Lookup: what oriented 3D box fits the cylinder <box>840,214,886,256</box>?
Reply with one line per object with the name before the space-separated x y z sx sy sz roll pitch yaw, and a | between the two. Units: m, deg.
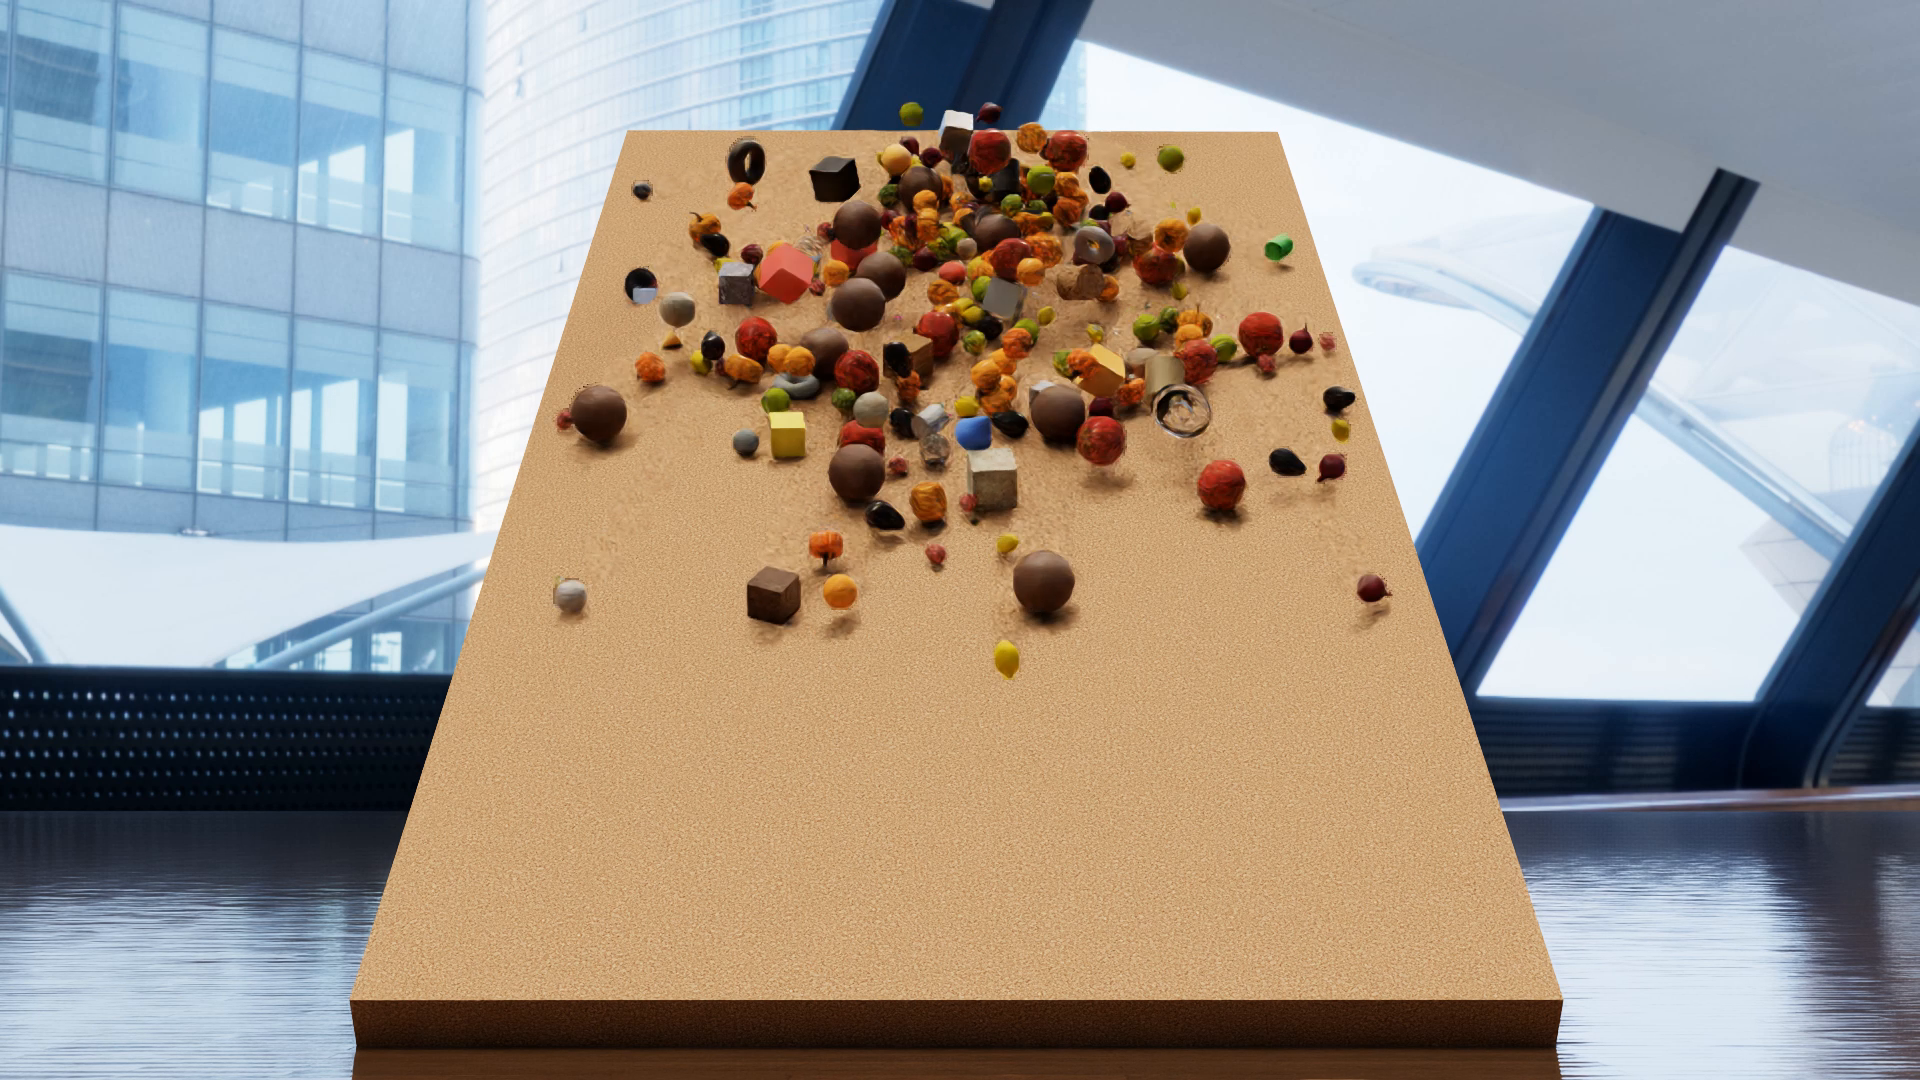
cylinder | -0.266 -0.833 6.607 0.092 0.092 0.092 -20 1 -21

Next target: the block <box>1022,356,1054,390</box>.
block | 0.191 -0.410 5.932 0.055 0.055 0.055 -22 37 -33

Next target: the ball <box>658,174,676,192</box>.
ball | -0.848 -1.030 6.993 0.050 0.050 0.050 0 -6 0

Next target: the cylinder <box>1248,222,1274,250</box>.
cylinder | 0.822 -0.829 6.600 0.057 0.057 0.057 -21 -8 3

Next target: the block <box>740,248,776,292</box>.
block | -0.539 -0.719 6.430 0.082 0.082 0.082 -6 31 -10

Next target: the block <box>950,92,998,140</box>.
block | 0.042 -1.231 7.021 0.083 0.083 0.083 25 -64 -43

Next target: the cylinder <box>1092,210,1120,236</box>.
cylinder | 0.390 -0.844 6.441 0.063 0.063 0.063 -8 -6 -5

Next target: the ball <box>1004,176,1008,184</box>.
ball | 0.111 -1.044 6.977 0.051 0.051 0.051 0 -6 0

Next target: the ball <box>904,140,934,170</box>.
ball | -0.118 -1.118 7.029 0.086 0.086 0.086 0 -6 0

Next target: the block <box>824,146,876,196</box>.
block | -0.310 -1.045 6.841 0.093 0.093 0.093 -3 -39 27

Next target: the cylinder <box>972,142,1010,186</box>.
cylinder | 0.089 -1.068 6.879 0.096 0.096 0.096 11 -6 1

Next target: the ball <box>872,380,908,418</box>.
ball | -0.156 -0.315 5.403 0.081 0.081 0.081 0 -6 0

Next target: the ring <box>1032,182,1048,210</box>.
ring | 0.229 -0.979 6.888 0.025 0.075 0.075 8 -3 24

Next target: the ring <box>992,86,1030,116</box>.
ring | 0.146 -1.250 6.896 0.117 0.039 0.117 -16 -23 -7

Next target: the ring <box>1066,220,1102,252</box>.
ring | 0.328 -0.808 6.442 0.112 0.037 0.112 37 -9 7

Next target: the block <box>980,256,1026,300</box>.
block | 0.112 -0.685 6.326 0.086 0.086 0.086 20 4 12

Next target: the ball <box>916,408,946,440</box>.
ball | -0.068 -0.273 5.677 0.073 0.073 0.073 0 -6 0

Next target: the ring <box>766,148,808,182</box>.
ring | -0.464 -1.007 6.489 0.129 0.043 0.129 -25 26 13

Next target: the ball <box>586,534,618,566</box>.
ball | -0.767 0.020 5.176 0.067 0.067 0.067 0 -6 0

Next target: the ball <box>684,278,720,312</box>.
ball | -0.650 -0.619 6.111 0.090 0.090 0.090 0 -6 0

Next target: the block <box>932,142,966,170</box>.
block | -0.033 -1.097 6.915 0.060 0.060 0.060 15 -4 30

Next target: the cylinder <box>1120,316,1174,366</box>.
cylinder | 0.445 -0.469 5.756 0.093 0.093 0.093 34 -18 13

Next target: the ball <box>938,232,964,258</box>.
ball | -0.026 -0.788 6.477 0.070 0.070 0.070 0 -6 0

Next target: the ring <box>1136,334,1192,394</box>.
ring | 0.475 -0.410 5.638 0.141 0.141 0.047 -4 -7 32

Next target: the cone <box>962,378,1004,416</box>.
cone | 0.061 -0.335 5.580 0.090 0.090 0.090 -7 -4 -18

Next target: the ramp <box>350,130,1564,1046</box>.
ramp | -0.013 -0.207 5.737 2.000 0.100 4.000 0 30 0

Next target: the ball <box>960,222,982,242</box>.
ball | 0.030 -0.817 6.412 0.056 0.056 0.056 0 -6 0

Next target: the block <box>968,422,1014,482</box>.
block | 0.070 -0.202 5.531 0.099 0.099 0.099 2 30 4

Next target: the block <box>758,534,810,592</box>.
block | -0.373 0.048 5.118 0.080 0.080 0.080 11 32 17

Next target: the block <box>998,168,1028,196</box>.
block | 0.148 -1.007 6.815 0.052 0.052 0.052 -16 -25 -37

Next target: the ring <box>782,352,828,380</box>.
ring | -0.385 -0.431 5.982 0.115 0.038 0.115 1 30 -1

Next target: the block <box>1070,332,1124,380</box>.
block | 0.333 -0.449 5.906 0.083 0.083 0.083 -36 12 -3

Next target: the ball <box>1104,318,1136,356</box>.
ball | 0.405 -0.506 6.058 0.096 0.096 0.096 0 -6 0

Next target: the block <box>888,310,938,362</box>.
block | -0.118 -0.514 6.073 0.090 0.090 0.090 15 33 24

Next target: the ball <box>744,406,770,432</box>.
ball | -0.481 -0.284 5.706 0.061 0.061 0.061 0 -6 0

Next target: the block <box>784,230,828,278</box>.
block | -0.398 -0.734 6.220 0.094 0.094 0.094 -1 -17 -13

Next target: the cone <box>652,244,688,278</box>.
cone | -0.794 -0.725 6.452 0.095 0.095 0.095 6 -34 -45

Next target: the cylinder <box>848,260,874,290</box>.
cylinder | -0.246 -0.659 5.994 0.055 0.055 0.055 -1 -23 8

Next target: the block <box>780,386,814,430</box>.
block | -0.386 -0.311 5.735 0.077 0.077 0.077 0 31 0

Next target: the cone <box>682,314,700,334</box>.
cone | -0.699 -0.545 6.189 0.050 0.050 0.050 22 -28 12

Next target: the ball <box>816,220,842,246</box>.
ball | -0.360 -0.844 6.653 0.075 0.075 0.075 0 -6 0

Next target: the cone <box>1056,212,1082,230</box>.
cone | 0.290 -0.892 6.708 0.067 0.067 0.067 34 -1 10

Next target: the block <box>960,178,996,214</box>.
block | 0.050 -0.955 6.728 0.065 0.065 0.065 -9 -29 35
